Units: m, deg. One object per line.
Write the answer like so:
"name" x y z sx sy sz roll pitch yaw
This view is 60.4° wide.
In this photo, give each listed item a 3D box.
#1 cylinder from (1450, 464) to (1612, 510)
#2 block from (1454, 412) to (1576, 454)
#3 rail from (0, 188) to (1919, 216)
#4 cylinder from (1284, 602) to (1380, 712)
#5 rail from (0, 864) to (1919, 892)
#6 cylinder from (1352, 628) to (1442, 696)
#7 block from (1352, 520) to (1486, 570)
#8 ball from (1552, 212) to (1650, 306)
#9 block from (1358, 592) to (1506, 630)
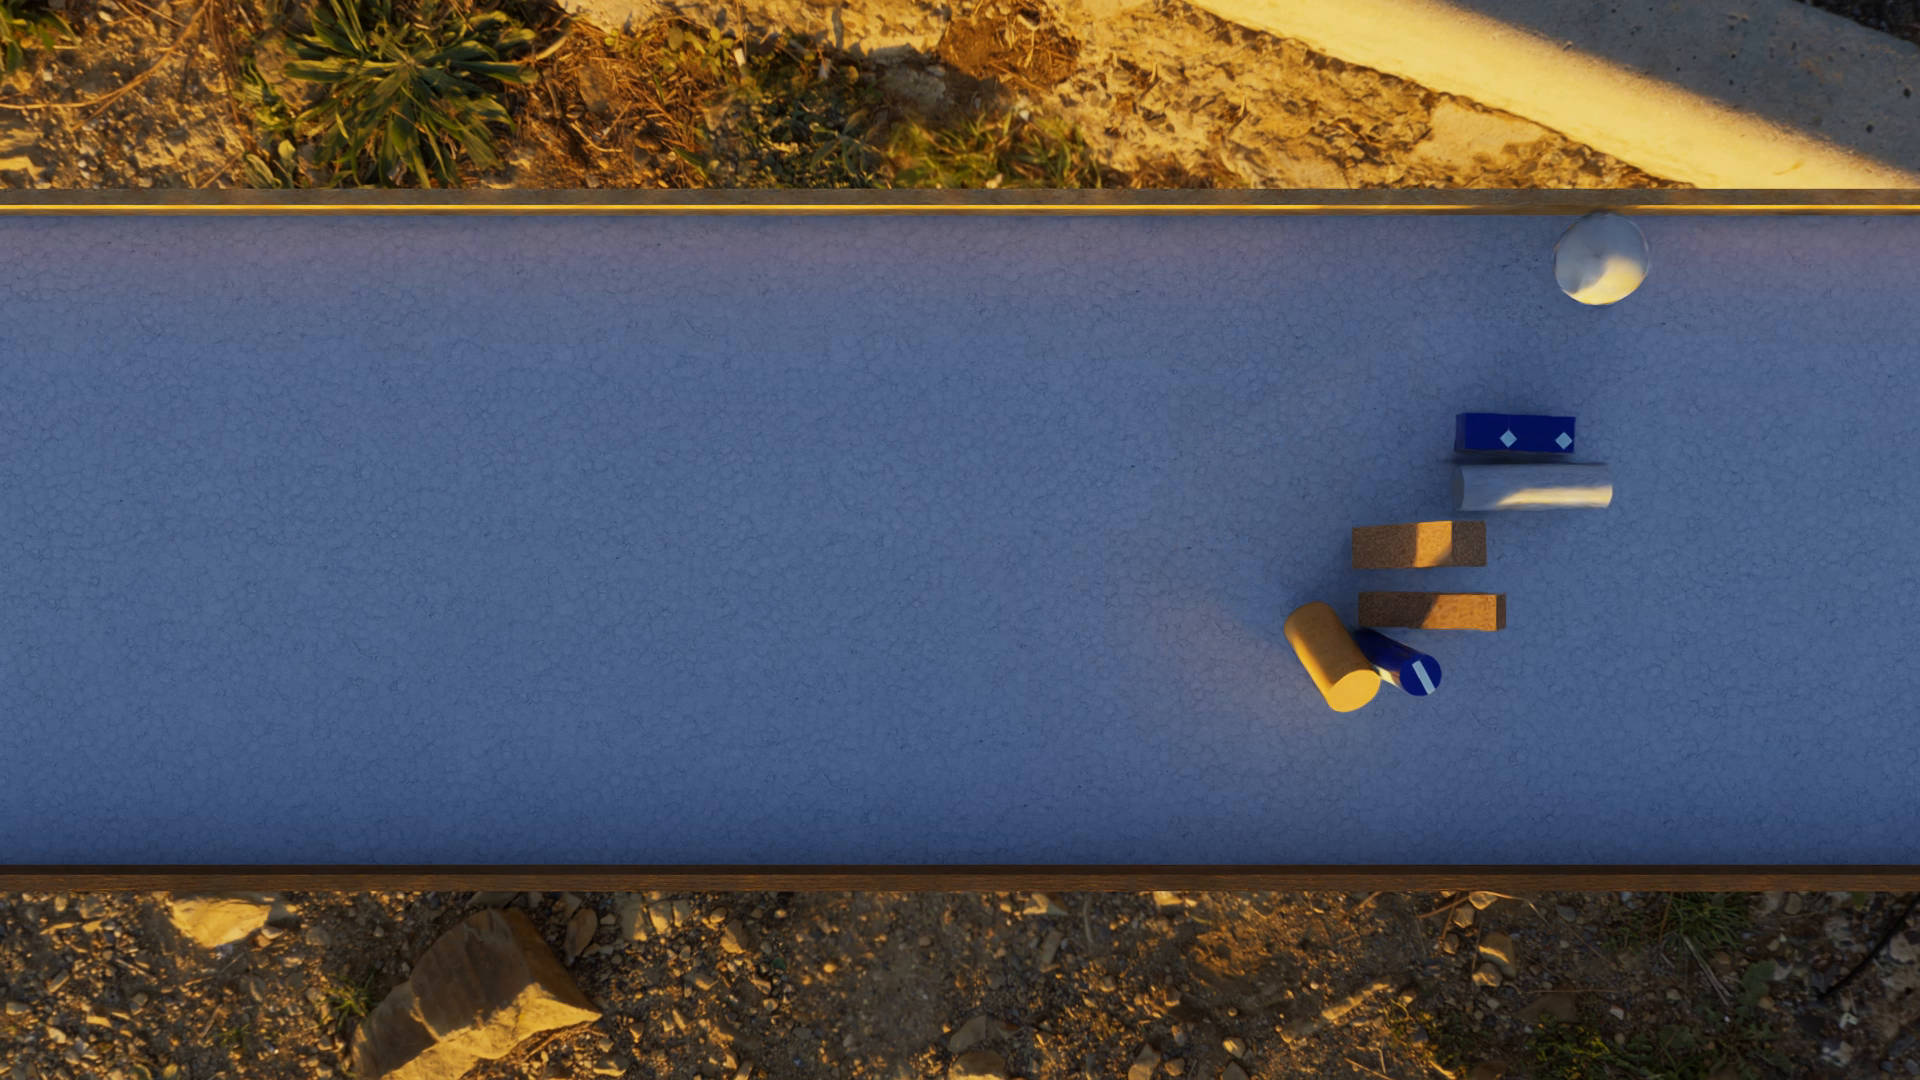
"cylinder" 1.731 -0.160 5.007 0.444 0.139 0.139 -1 90 0
"block" 1.688 -0.323 5.022 0.327 0.109 0.109 2 90 0
"rail" -2.247 -1.025 5.002 12.000 0.150 0.050 0 90 0
"cylinder" 1.103 0.344 4.908 0.165 0.307 0.165 -10 131 -12
"rail" -2.247 1.025 5.001 12.000 0.150 0.050 0 90 0
"cylinder" 1.269 0.355 4.841 0.120 0.460 0.120 0 96 -5
"block" 1.346 0.018 4.857 0.129 0.423 0.129 0 88 -27
"ball" 1.878 -0.823 4.834 0.269 0.269 0.269 0 90 0
"block" 1.405 0.211 4.925 0.412 0.103 0.103 0 89 32
